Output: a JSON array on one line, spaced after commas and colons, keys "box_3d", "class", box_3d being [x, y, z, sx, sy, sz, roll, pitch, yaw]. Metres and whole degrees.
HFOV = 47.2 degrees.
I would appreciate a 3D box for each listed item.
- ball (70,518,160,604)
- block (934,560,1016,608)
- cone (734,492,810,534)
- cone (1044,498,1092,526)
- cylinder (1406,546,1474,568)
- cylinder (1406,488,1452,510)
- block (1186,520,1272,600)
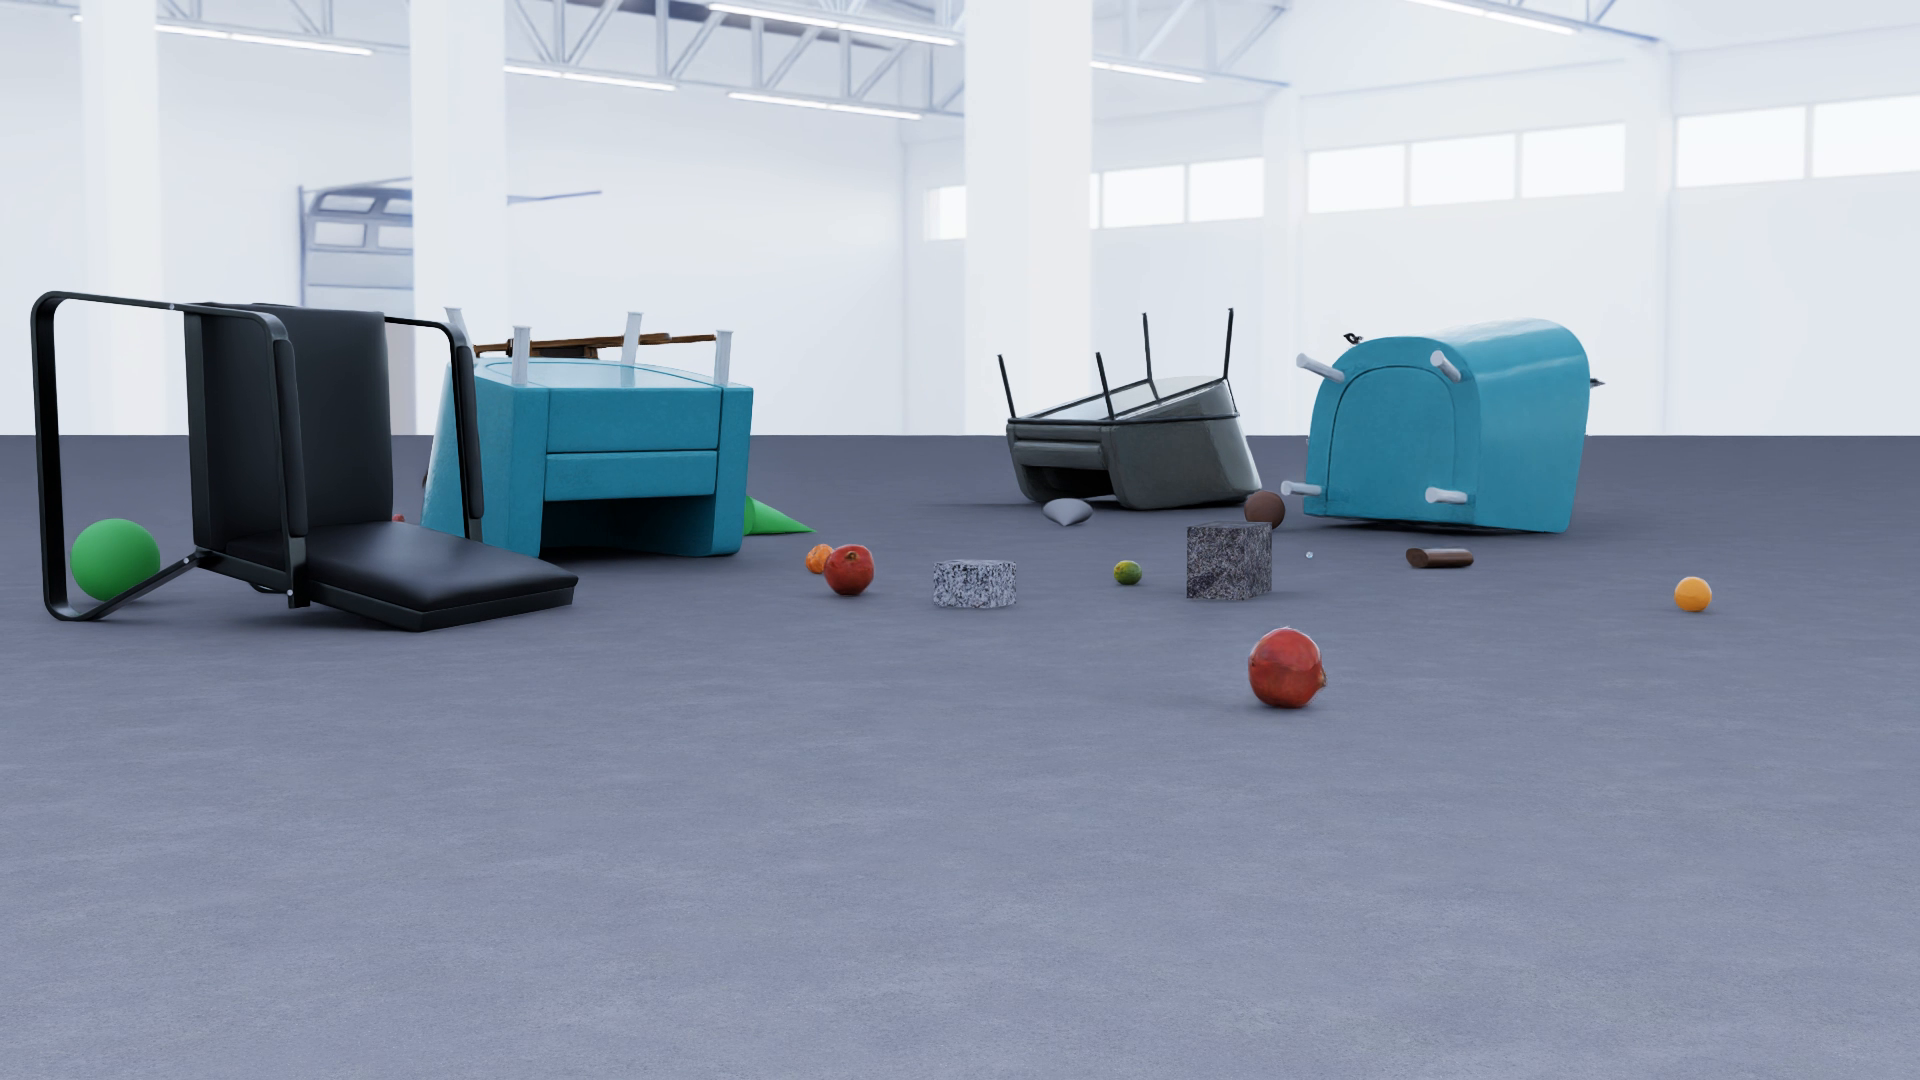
[{"box_3d": [-1.772, 0.043, 4.616, 0.178, 0.178, 0.178, 0, 4, 0], "class": "ball"}, {"box_3d": [0.031, 0.090, 4.587, 0.130, 0.088, 0.122, 2, 4, 28], "class": "block"}, {"box_3d": [-0.554, -0.051, 6.836, 0.268, 0.113, 0.151, 20, 17, -36], "class": "cone"}, {"box_3d": [0.349, -0.070, 7.237, 0.168, 0.114, 0.074, -2, 41, 16], "class": "cone"}, {"box_3d": [1.213, 0.043, 5.562, 0.125, 0.048, 0.122, -1, 7, -16], "class": "cylinder"}, {"box_3d": [1.747, -0.153, 8.201, 0.131, 0.077, 0.114, 12, 10, 37], "class": "cylinder"}, {"box_3d": [0.590, 0.043, 4.803, 0.126, 0.153, 0.233, 2, 4, 22], "class": "block"}]
